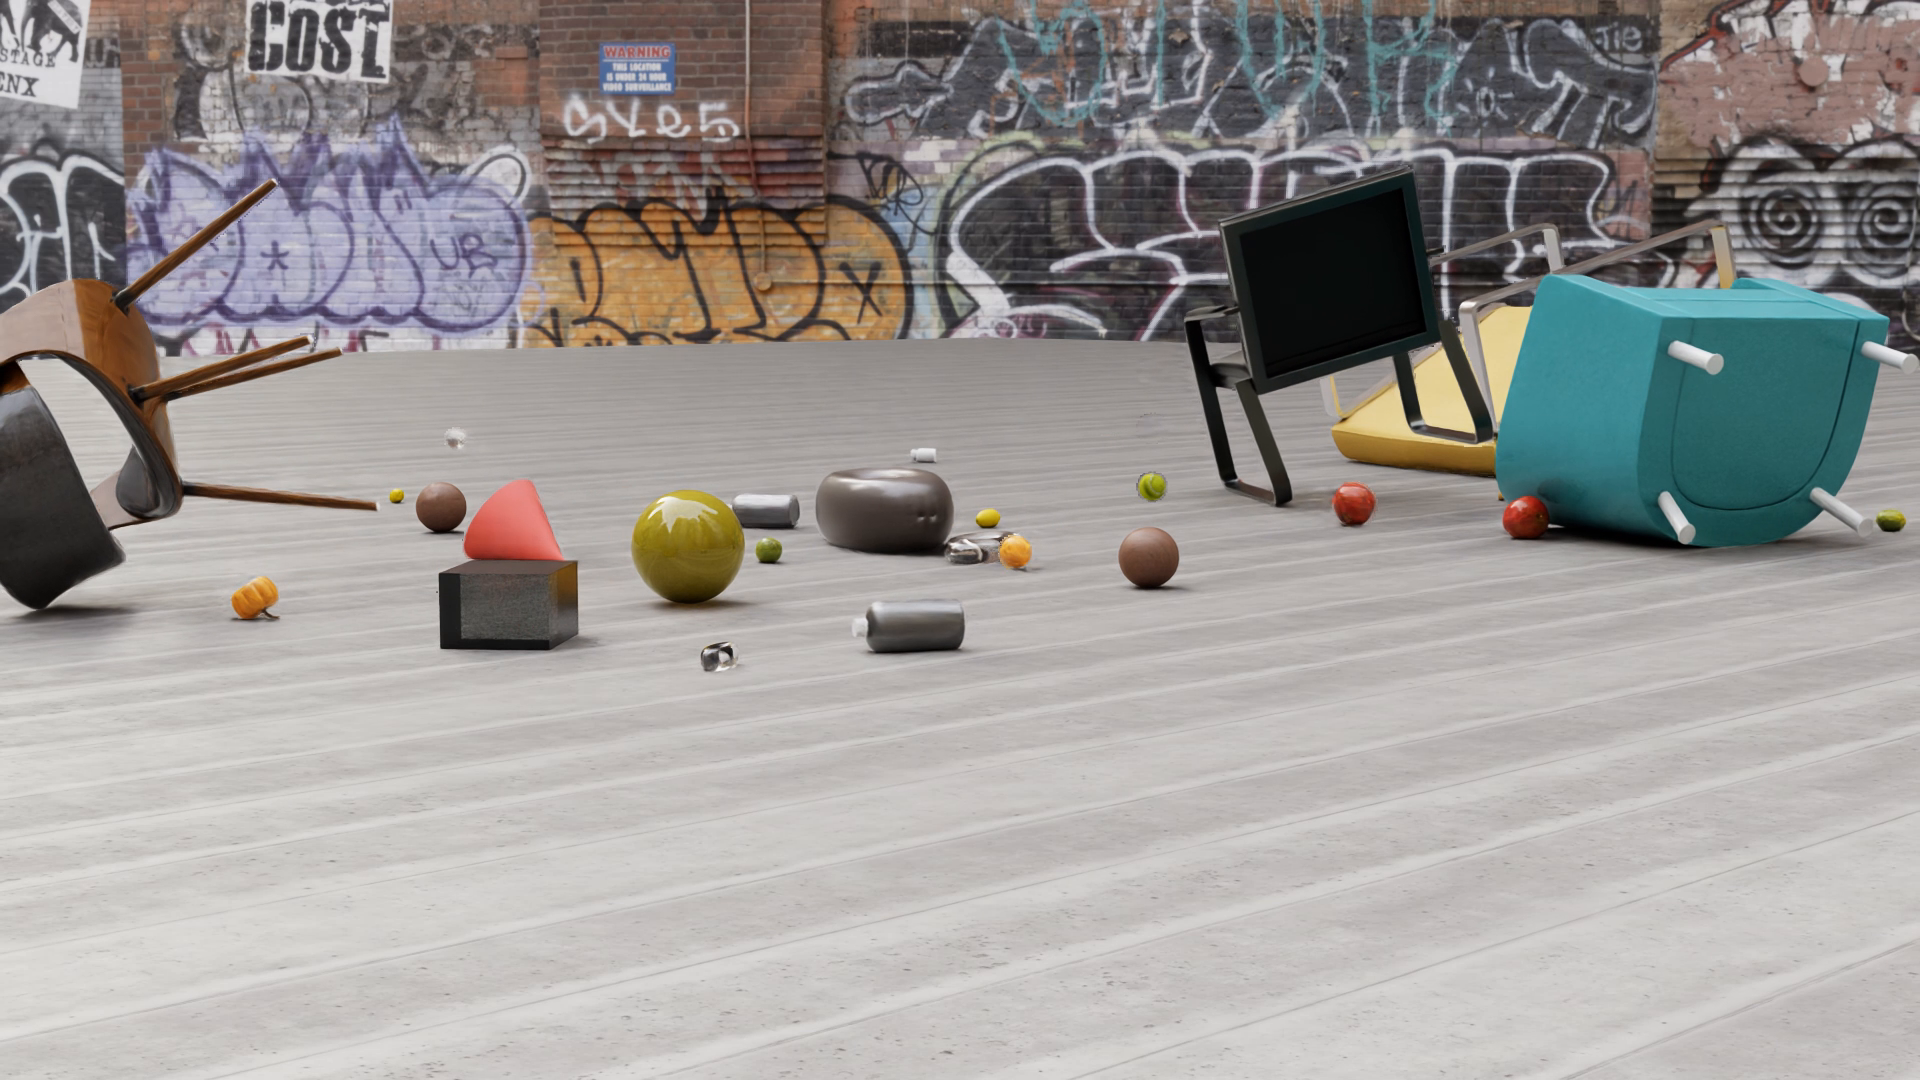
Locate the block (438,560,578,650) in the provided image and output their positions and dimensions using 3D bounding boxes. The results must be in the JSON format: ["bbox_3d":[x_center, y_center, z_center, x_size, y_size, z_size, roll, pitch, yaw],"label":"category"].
[{"bbox_3d":[-0.812,0.116,4.630,0.197,0.135,0.215,1,6,5],"label":"block"}]

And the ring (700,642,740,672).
[{"bbox_3d":[-0.405,0.196,4.322,0.049,0.039,0.113,0,7,20],"label":"ring"}]

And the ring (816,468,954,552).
[{"bbox_3d":[-0.187,-0.076,6.272,0.291,0.178,0.535,-6,7,-24],"label":"ring"}]

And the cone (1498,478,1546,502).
[{"bbox_3d":[1.654,-0.131,7.522,0.134,0.067,0.065,18,-8,23],"label":"cone"}]

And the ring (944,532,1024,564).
[{"bbox_3d":[0.056,0.018,5.968,0.158,0.057,0.284,2,7,25],"label":"ring"}]

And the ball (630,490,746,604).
[{"bbox_3d":[-0.547,0.013,5.163,0.230,0.230,0.230,0,6,0],"label":"ball"}]

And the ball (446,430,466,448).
[{"bbox_3d":[-1.922,-0.385,9.782,0.075,0.075,0.075,0,6,0],"label":"ball"}]

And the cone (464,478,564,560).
[{"bbox_3d":[-0.982,0.005,5.901,0.217,0.229,0.184,32,-20,25],"label":"cone"}]
